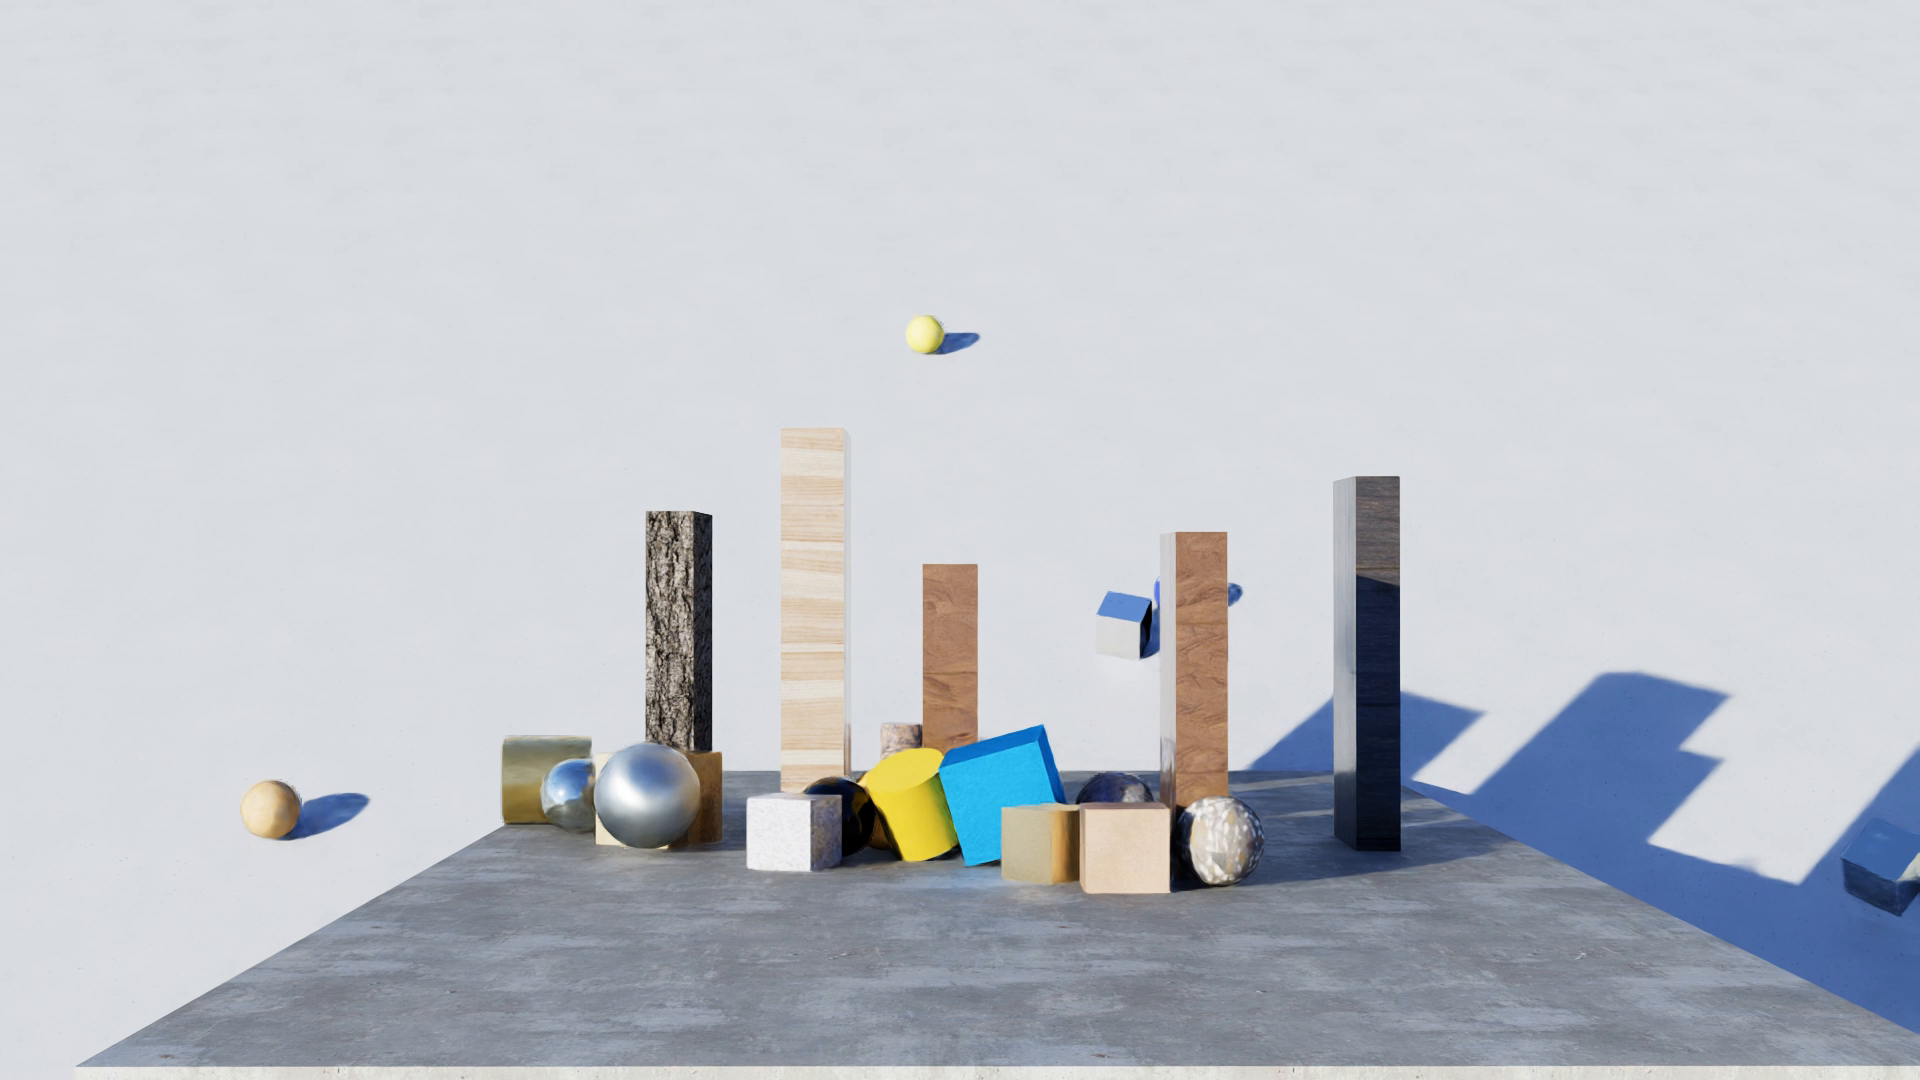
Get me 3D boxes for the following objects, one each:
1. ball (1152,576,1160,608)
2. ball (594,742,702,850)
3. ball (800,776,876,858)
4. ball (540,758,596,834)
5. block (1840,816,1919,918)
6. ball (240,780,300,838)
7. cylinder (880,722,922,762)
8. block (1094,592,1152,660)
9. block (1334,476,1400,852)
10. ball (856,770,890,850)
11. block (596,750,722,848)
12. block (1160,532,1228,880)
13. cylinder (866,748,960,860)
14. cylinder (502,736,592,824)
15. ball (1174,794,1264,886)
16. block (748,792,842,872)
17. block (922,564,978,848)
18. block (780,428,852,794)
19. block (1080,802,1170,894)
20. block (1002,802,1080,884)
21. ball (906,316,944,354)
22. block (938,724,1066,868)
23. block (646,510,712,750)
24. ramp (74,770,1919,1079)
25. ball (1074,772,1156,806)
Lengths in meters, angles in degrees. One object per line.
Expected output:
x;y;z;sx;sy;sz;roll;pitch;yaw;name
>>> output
0.626;0.150;7.461;0.142;0.142;0.142;0;32;0;ball
-0.572;0.468;4.741;0.195;0.195;0.195;0;32;0;ball
-0.227;0.500;4.673;0.149;0.149;0.149;0;32;0;ball
-0.756;0.505;5.125;0.148;0.148;0.148;0;32;0;ball
2.273;0.800;6.358;0.147;0.147;0.147;27;63;40;block
-1.754;0.686;6.591;0.149;0.149;0.149;0;32;0;ball
-0.144;0.536;6.712;0.122;0.122;0.122;0;-1;0;cylinder
0.461;0.243;7.322;0.129;0.129;0.129;10;33;15;block
0.773;0.230;4.936;0.082;0.694;0.287;0;-1;0;block
-0.136;0.498;4.804;0.155;0.155;0.155;0;32;0;ball
-0.574;0.492;4.953;0.171;0.171;0.171;0;-1;32;block
0.405;0.280;4.507;0.087;0.584;0.338;0;-1;0;block
-0.077;0.474;4.655;0.146;0.146;0.146;-16;23;7;cylinder
-0.846;0.492;5.325;0.178;0.178;0.178;0;32;-6;cylinder
0.425;0.494;4.261;0.150;0.150;0.150;0;32;0;ball
-0.291;0.512;4.553;0.122;0.122;0.122;0;-1;23;block
-0.018;0.312;5.020;0.104;0.531;0.347;0;-1;0;block
-0.271;0.186;4.916;0.115;0.781;0.330;0;-1;0;block
0.268;0.502;4.234;0.134;0.134;0.134;0;-1;-1;block
0.154;0.511;4.371;0.119;0.119;0.119;1;-1;-43;block
-0.121;-0.701;8.841;0.130;0.130;0.130;0;32;0;ball
0.082;0.452;4.604;0.181;0.181;0.181;-16;4;7;block
-0.569;0.263;5.270;0.094;0.636;0.394;0;-1;0;block
0.071;0.624;4.713;2.000;0.100;4.000;0;-1;0;ramp
0.283;0.499;4.710;0.151;0.151;0.151;0;32;0;ball
